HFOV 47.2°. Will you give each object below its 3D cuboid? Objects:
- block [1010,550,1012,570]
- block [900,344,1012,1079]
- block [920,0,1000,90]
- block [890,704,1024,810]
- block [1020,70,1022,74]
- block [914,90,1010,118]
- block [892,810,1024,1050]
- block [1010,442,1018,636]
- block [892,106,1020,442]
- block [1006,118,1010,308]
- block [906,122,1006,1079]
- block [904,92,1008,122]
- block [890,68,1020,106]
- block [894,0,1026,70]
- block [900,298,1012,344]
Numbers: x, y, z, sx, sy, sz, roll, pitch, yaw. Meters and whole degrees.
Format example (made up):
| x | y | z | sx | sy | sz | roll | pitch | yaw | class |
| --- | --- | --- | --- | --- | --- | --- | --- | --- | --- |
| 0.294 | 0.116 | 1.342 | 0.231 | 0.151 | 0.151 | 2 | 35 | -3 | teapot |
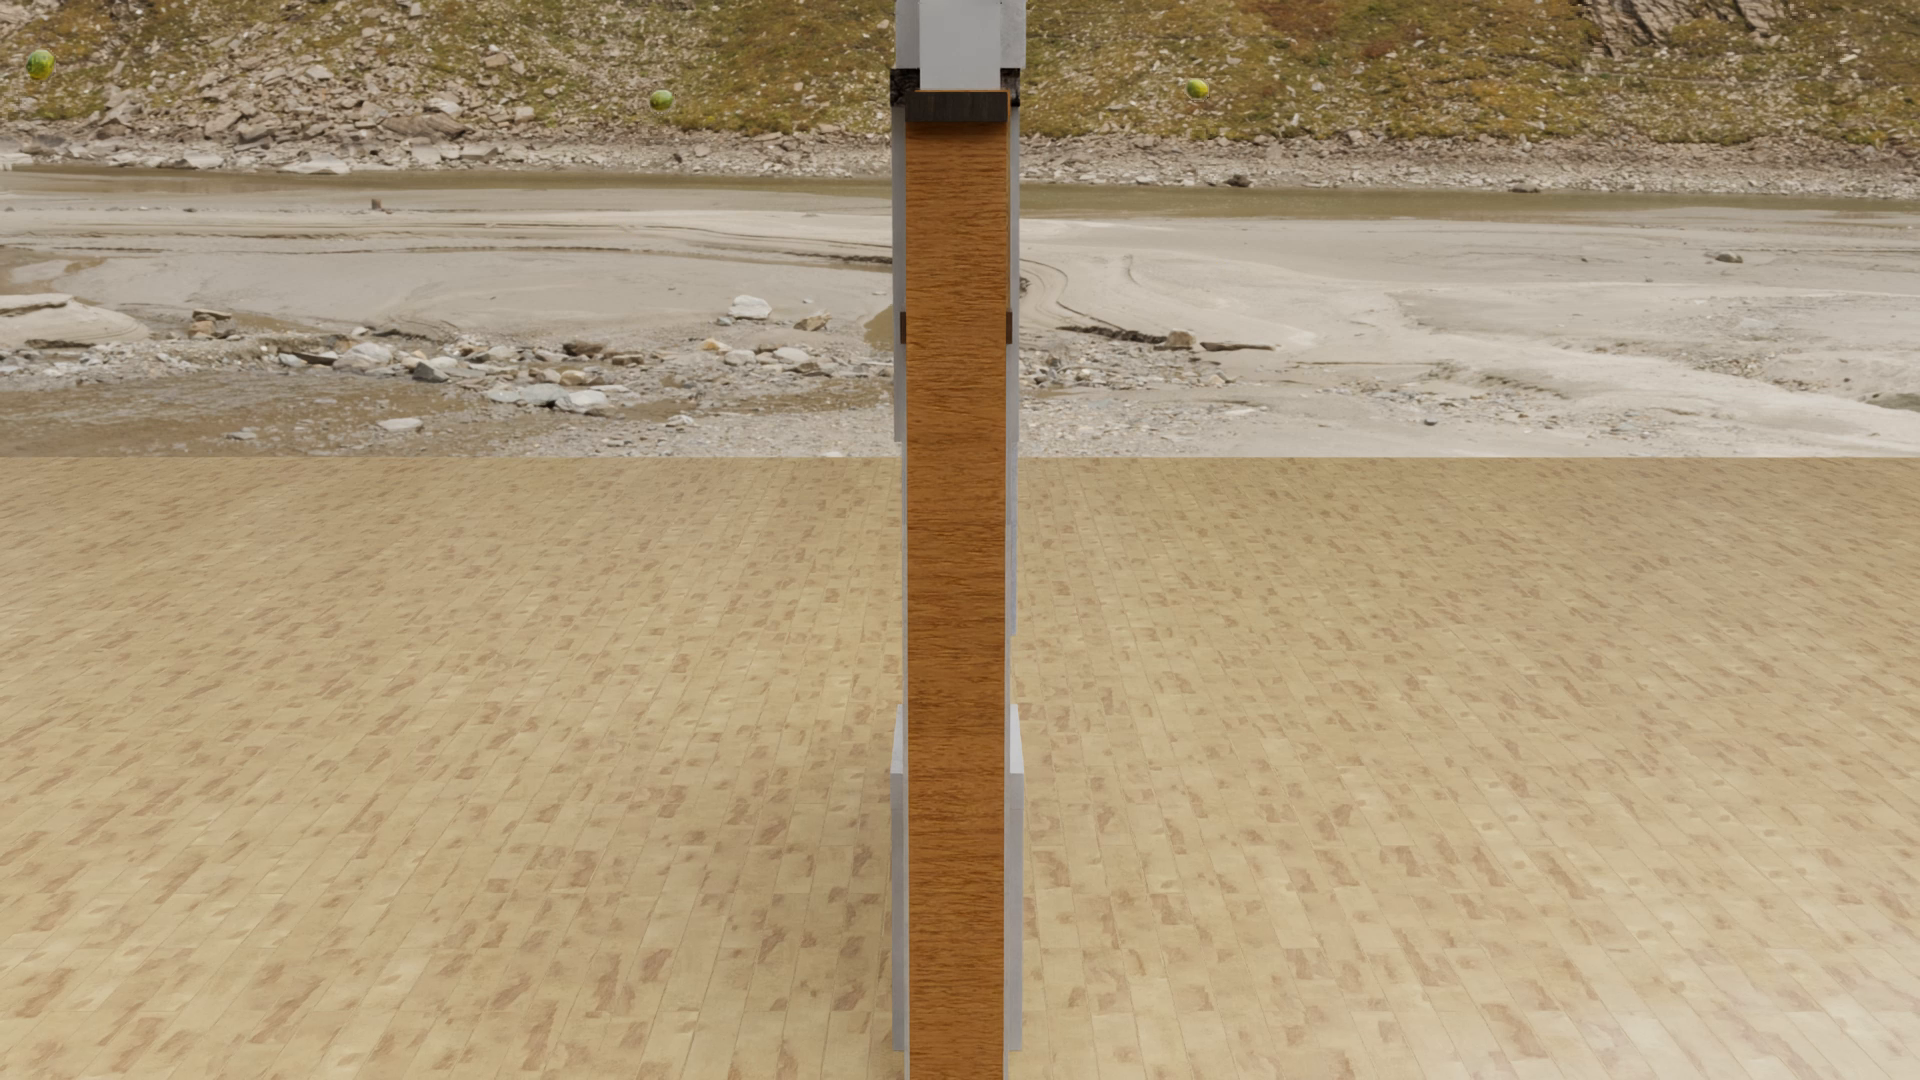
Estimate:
| x | y | z | sx | sy | sz | roll | pitch | yaw | class |
| --- | --- | --- | --- | --- | --- | --- | --- | --- | --- |
| 0.002 | -0.002 | 3.053 | 0.133 | 0.038 | 0.266 | 0 | 11 | 0 | block |
| -0.005 | 0.236 | 2.863 | 0.139 | 0.991 | 0.039 | 0 | 11 | 0 | block |
| 0.000 | -0.655 | 2.704 | 0.099 | 0.198 | 0.028 | 0 | 11 | 0 | block |
| -0.004 | 0.303 | 3.114 | 0.179 | 0.051 | 0.358 | 0 | 11 | 0 | block |
| 0.001 | -0.843 | 3.140 | 0.173 | 0.346 | 0.049 | 0 | 10 | 0 | block |
| 0.003 | -0.558 | 2.819 | 0.118 | 0.034 | 0.237 | 0 | 11 | 0 | block |
| -0.004 | 0.526 | 3.034 | 0.179 | 0.358 | 0.051 | 0 | 11 | 0 | block |
| 0.002 | -0.101 | 3.410 | 0.173 | 0.500 | 0.049 | 0 | 11 | 0 | block |
| -0.005 | -0.366 | 3.042 | 0.174 | 0.457 | 0.049 | 0 | 10 | 0 | block |
| 0.004 | -0.411 | 2.767 | 0.118 | 0.237 | 0.034 | 0 | 11 | 0 | block |
| -0.004 | 0.142 | 2.629 | 0.115 | 1.261 | 0.033 | 0 | 11 | 0 | block |
| -0.005 | -0.508 | 2.586 | 0.115 | 0.033 | 0.230 | 0 | 11 | 0 | block |
| -0.006 | -0.636 | 3.110 | 0.174 | 0.049 | 0.347 | 0 | 10 | 0 | block |
| 0.000 | -0.801 | 2.912 | 0.173 | 0.346 | 0.049 | 0 | 10 | 0 | block |
| -0.004 | -0.288 | 2.861 | 0.139 | 0.039 | 0.278 | 0 | 11 | 0 | block |
